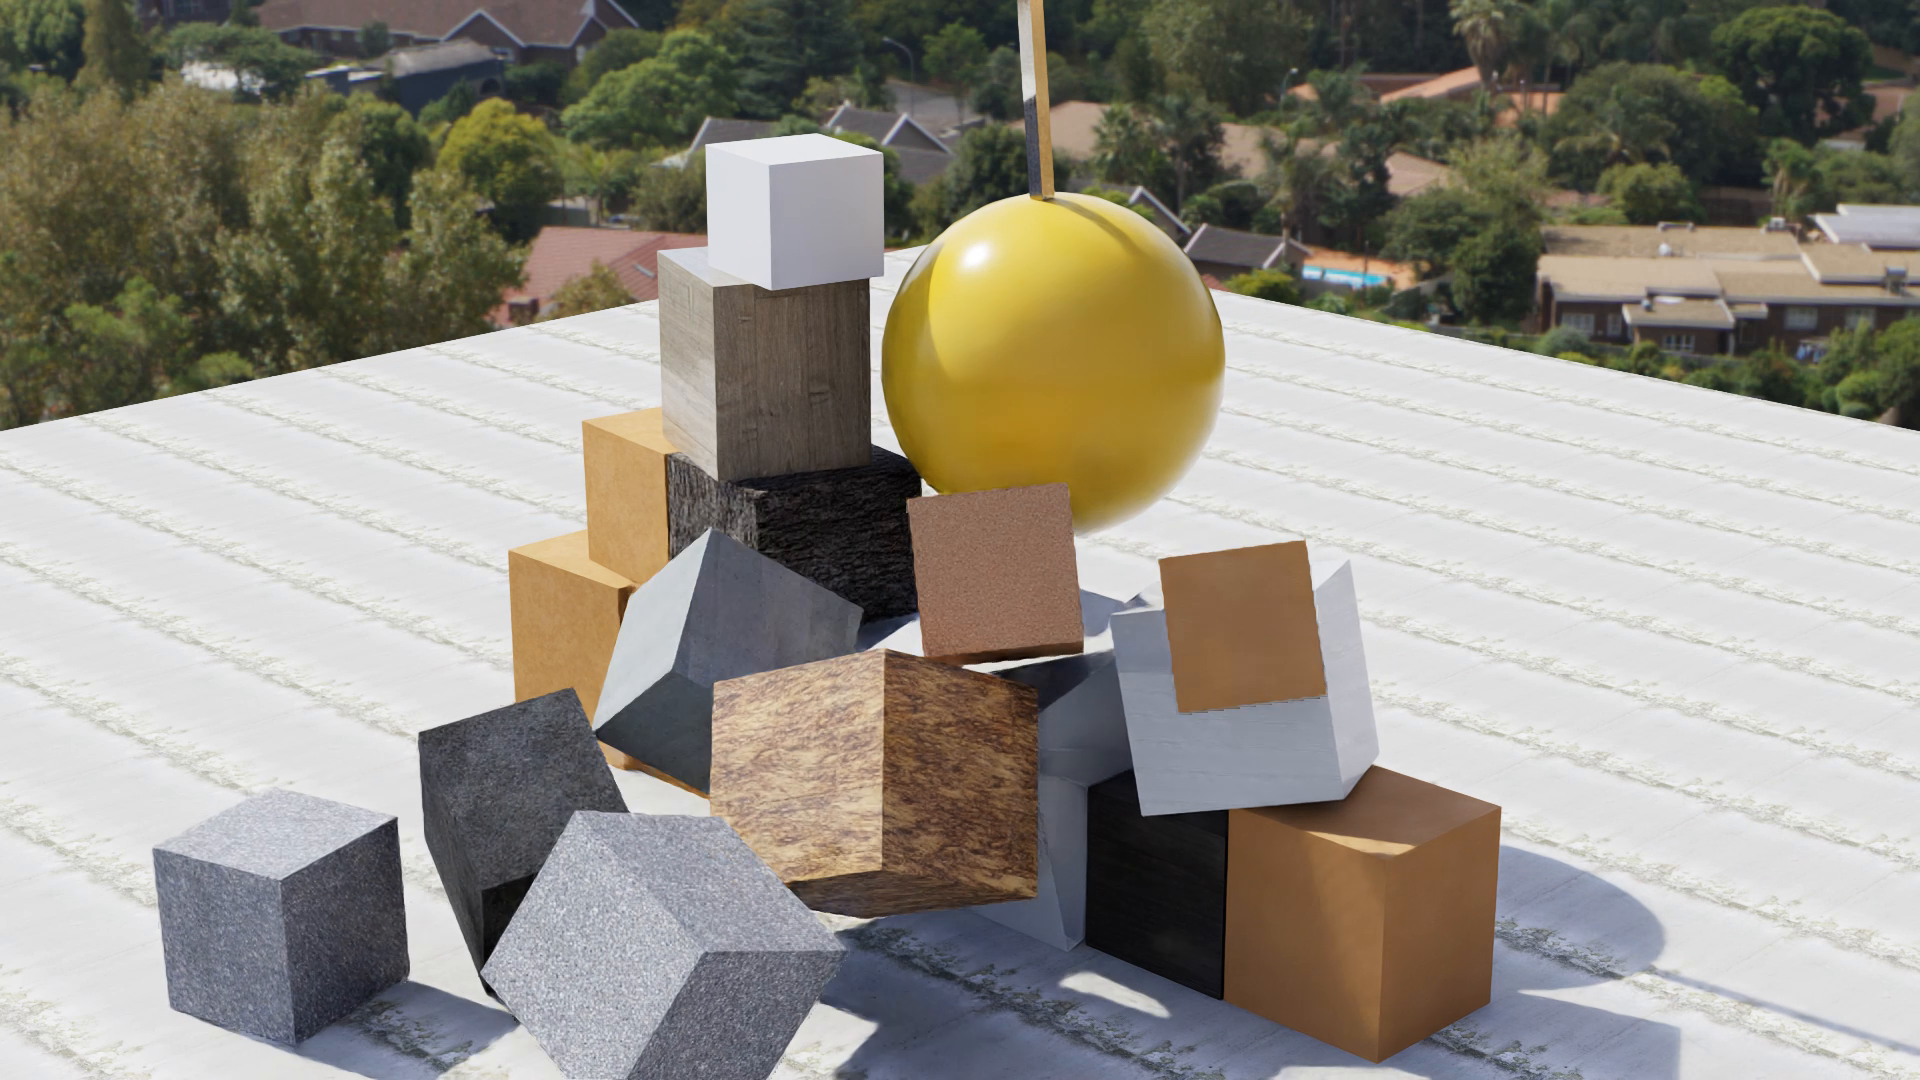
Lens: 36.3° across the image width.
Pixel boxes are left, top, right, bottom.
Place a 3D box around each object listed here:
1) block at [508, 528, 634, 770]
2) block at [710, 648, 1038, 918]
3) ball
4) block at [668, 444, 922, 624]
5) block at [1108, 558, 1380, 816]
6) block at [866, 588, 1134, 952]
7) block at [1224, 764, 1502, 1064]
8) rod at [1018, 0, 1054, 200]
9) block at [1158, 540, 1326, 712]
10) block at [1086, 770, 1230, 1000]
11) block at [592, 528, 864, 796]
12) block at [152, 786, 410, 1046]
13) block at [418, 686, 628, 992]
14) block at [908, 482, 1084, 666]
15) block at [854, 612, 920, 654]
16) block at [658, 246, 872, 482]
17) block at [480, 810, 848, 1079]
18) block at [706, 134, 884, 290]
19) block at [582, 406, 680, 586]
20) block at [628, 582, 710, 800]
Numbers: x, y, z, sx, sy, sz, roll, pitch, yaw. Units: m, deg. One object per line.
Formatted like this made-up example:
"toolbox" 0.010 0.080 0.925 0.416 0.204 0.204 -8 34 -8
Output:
"block" -1.629 0.493 15.176 1.034 0.960 0.896 -17 24 -42
"block" -0.347 1.006 11.840 0.954 0.863 0.911 -13 -20 40
"ball" 0.429 -0.805 13.538 1.600 1.600 1.600 0 17 0
"block" -0.787 -0.034 13.989 0.901 0.734 0.825 -12 21 -33
"block" 1.191 0.605 12.163 0.851 0.846 0.737 -7 8 20
"block" 0.320 0.945 13.049 1.058 1.168 0.972 17 38 42
"block" 1.654 1.504 12.090 0.770 0.881 0.798 -17 24 -42
"rod" 0.186 -3.959 12.292 0.080 5.200 0.080 17 30 42
"block" 1.093 0.334 11.285 0.556 0.583 0.661 -8 -3 7
"block" 1.102 1.404 12.649 0.810 0.736 0.762 -17 24 -42
"block" -1.010 0.572 12.727 0.790 0.730 0.750 29 50 -22
"block" -2.806 1.547 12.170 0.685 0.733 0.712 9 21 28
"block" -1.807 1.258 12.308 0.676 0.817 0.814 -16 56 -19
"block" 0.159 0.157 12.293 0.660 0.657 0.642 -6 -7 1
"block" -0.250 0.922 13.902 0.948 0.905 0.888 -17 24 -42
"block" -0.930 -0.867 13.883 0.759 0.918 0.858 -7 19 -21
"block" -1.096 1.561 10.852 0.807 0.757 0.801 42 19 33
"block" -0.759 -1.515 13.468 0.585 0.568 0.622 -10 20 -30
"block" -1.308 -0.230 14.631 0.824 0.725 0.822 -13 20 -33
"block" -0.928 0.686 14.543 0.989 0.971 1.013 -17 24 -42
